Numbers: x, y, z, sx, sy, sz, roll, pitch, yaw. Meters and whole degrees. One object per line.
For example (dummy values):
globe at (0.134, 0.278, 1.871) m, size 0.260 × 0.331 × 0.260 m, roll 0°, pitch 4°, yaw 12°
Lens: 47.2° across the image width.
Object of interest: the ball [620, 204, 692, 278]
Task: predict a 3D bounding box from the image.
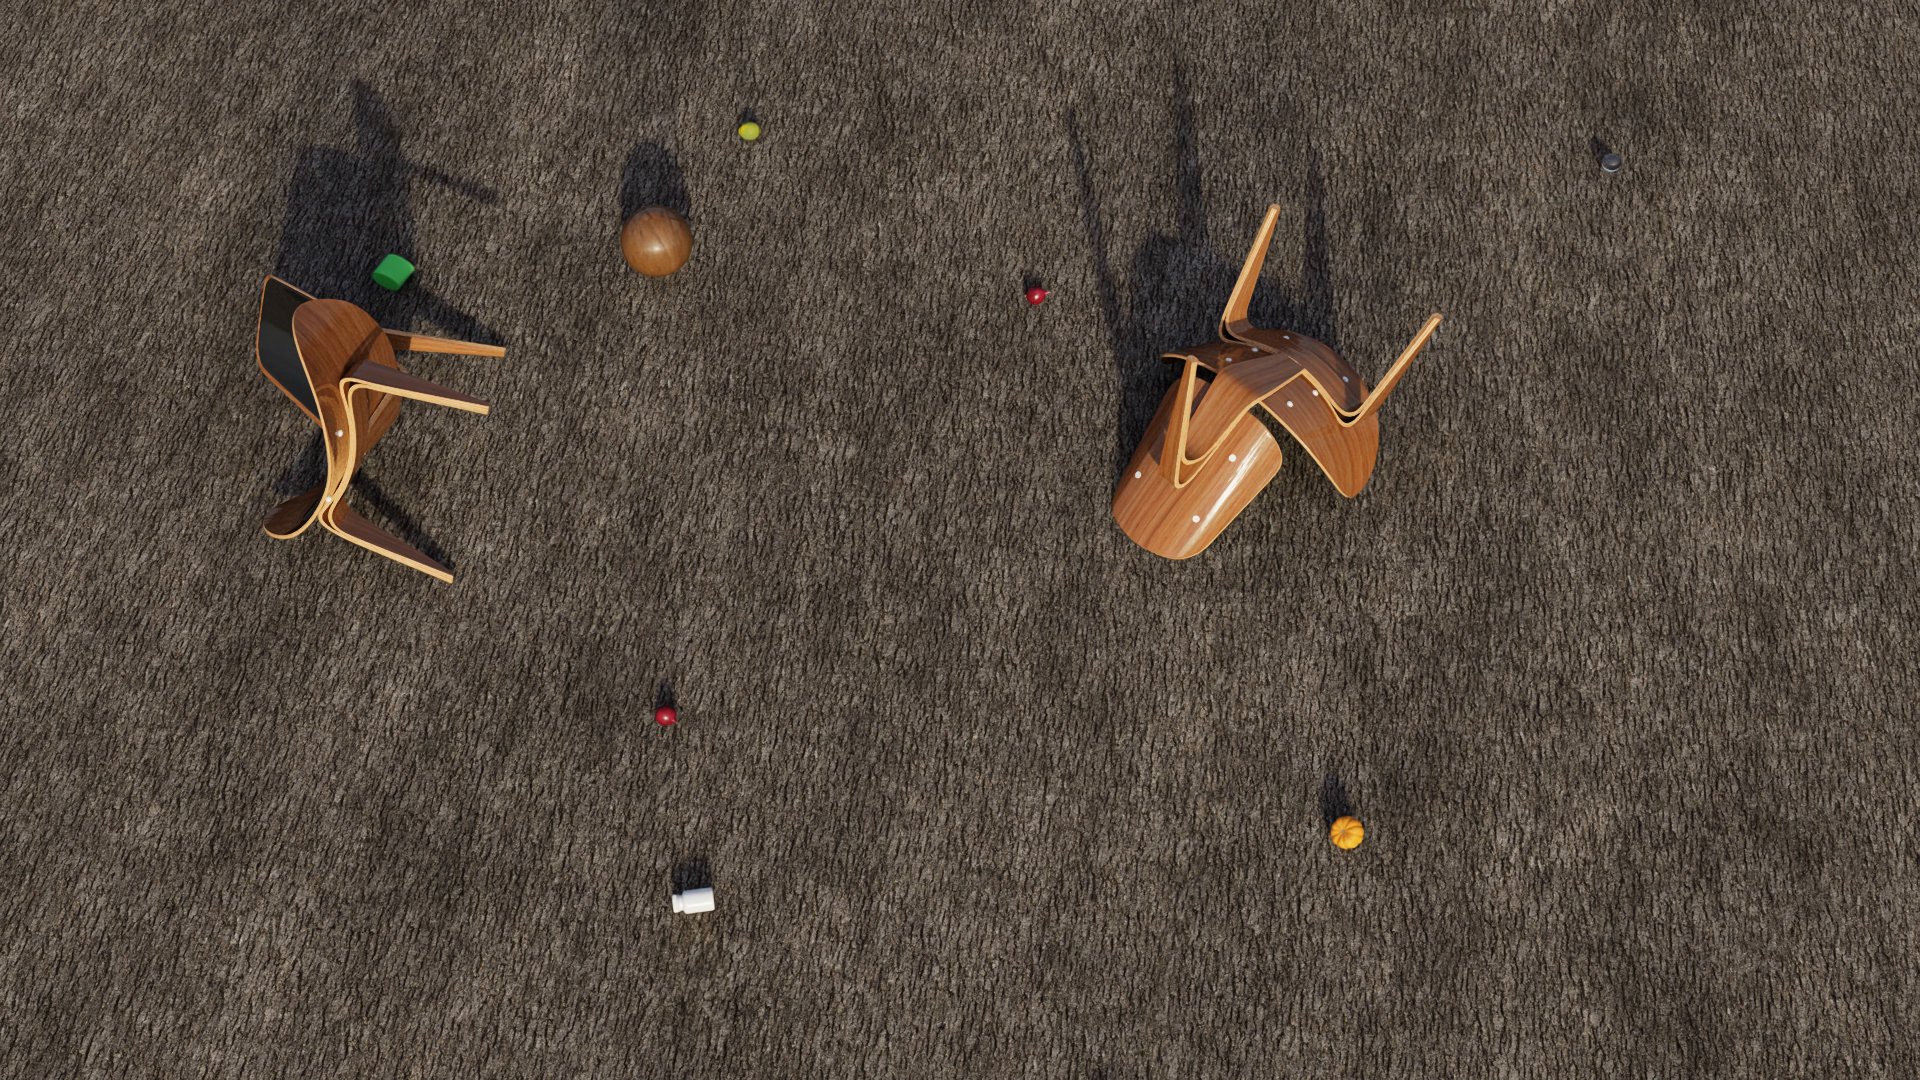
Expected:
ball at (-0.977, -0.963, 7.080) m, size 0.232 × 0.232 × 0.232 m, roll 0°, pitch 56°, yaw 0°

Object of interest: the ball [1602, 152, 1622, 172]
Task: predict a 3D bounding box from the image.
ball at (2.188, -1.268, 7.386) m, size 0.064 × 0.064 × 0.064 m, roll 0°, pitch 56°, yaw 0°

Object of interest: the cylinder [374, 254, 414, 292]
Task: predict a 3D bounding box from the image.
cylinder at (-1.833, -0.866, 7.111) m, size 0.105 × 0.072 × 0.087 m, roll 27°, pitch 78°, yaw 26°
